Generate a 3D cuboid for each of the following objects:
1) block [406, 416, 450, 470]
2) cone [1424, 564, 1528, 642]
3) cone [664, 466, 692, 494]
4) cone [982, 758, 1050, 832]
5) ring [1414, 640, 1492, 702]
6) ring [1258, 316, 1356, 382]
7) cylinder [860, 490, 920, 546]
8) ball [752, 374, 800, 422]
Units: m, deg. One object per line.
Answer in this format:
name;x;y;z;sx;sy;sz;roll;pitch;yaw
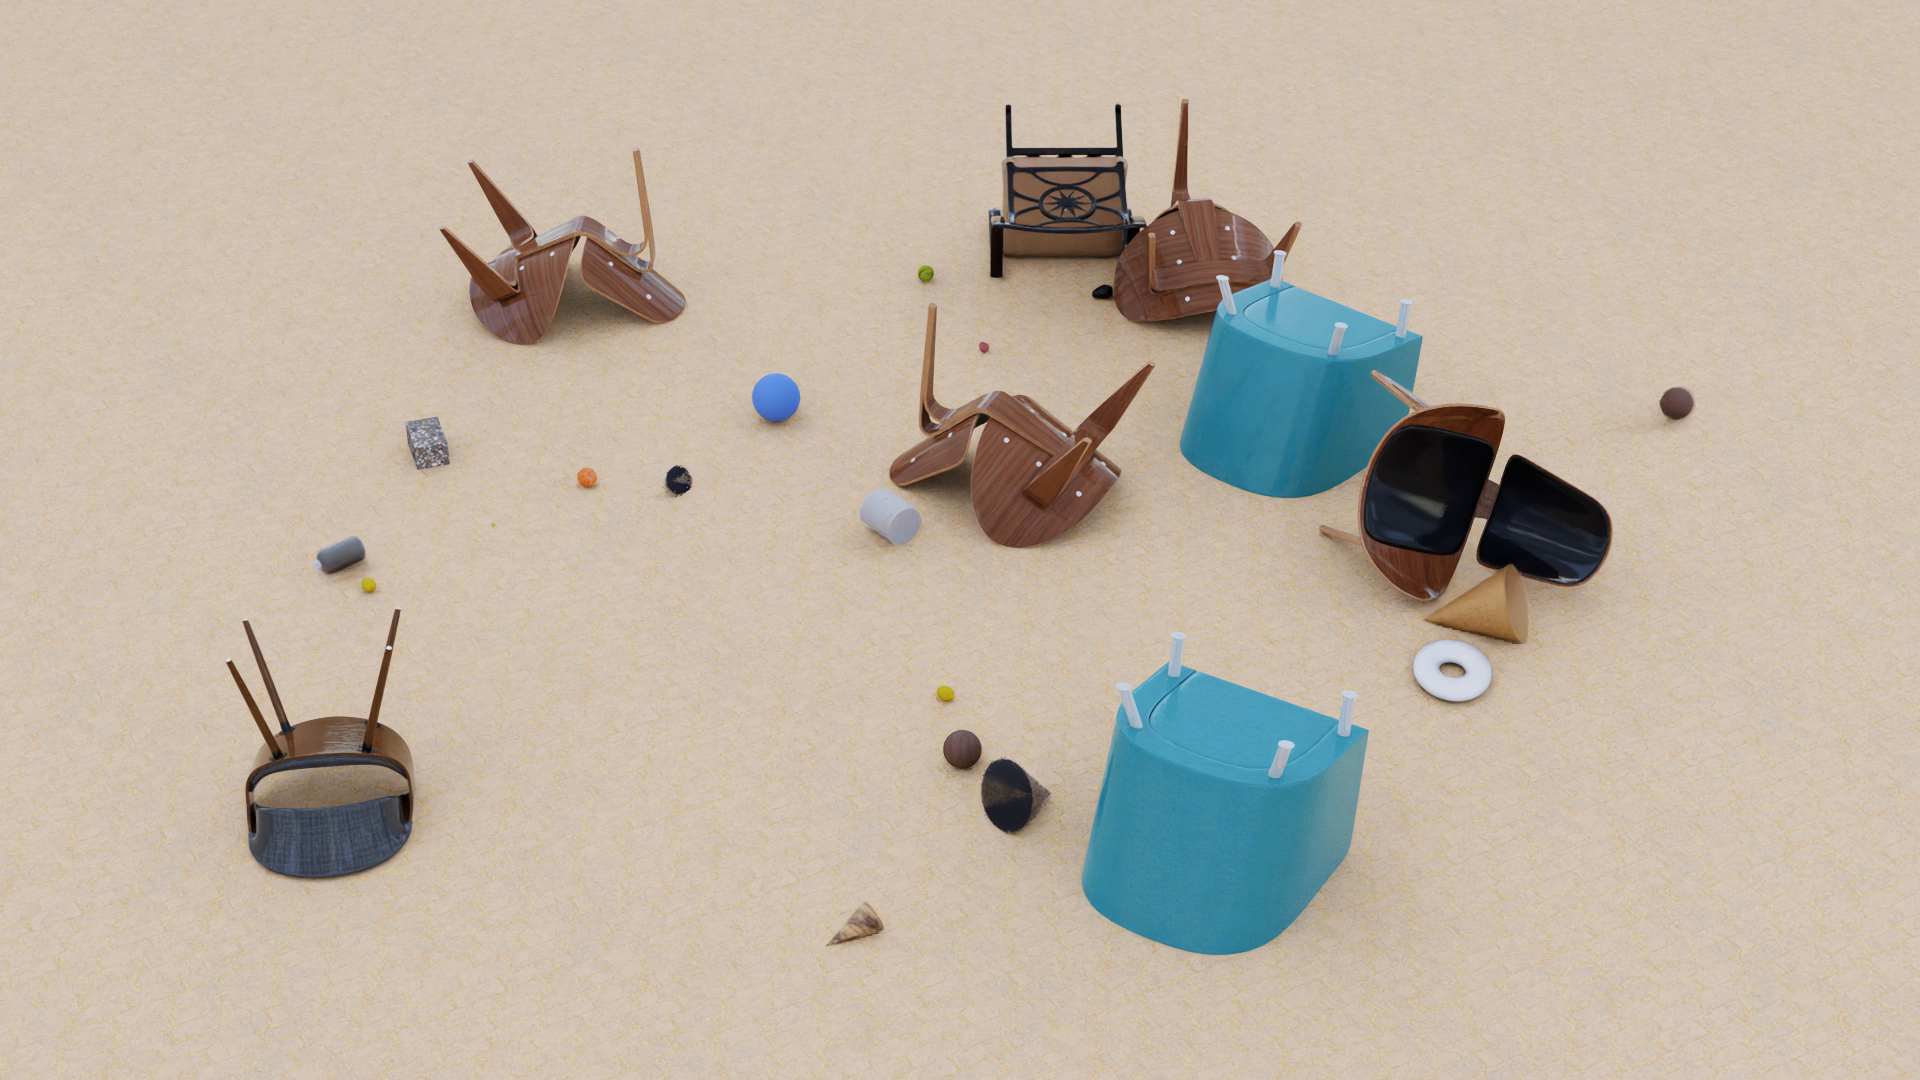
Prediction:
block;-2.075;-0.378;11.428;0.127;0.099;0.209;-11;35;-16
cone;1.814;0.255;10.441;0.348;0.276;0.320;-11;19;24
cone;-1.107;-0.222;11.237;0.094;0.109;0.128;-13;2;43
cone;0.226;0.831;9.591;0.231;0.211;0.242;2;65;-50
ring;1.714;0.453;10.205;0.272;0.059;0.347;3;33;4
ring;1.423;-0.783;12.005;0.399;0.142;0.413;16;36;20
cylinder;-0.260;-0.086;10.938;0.155;0.150;0.175;-10;32;-39
ball;-0.729;-0.566;11.629;0.192;0.192;0.192;0;33;0
